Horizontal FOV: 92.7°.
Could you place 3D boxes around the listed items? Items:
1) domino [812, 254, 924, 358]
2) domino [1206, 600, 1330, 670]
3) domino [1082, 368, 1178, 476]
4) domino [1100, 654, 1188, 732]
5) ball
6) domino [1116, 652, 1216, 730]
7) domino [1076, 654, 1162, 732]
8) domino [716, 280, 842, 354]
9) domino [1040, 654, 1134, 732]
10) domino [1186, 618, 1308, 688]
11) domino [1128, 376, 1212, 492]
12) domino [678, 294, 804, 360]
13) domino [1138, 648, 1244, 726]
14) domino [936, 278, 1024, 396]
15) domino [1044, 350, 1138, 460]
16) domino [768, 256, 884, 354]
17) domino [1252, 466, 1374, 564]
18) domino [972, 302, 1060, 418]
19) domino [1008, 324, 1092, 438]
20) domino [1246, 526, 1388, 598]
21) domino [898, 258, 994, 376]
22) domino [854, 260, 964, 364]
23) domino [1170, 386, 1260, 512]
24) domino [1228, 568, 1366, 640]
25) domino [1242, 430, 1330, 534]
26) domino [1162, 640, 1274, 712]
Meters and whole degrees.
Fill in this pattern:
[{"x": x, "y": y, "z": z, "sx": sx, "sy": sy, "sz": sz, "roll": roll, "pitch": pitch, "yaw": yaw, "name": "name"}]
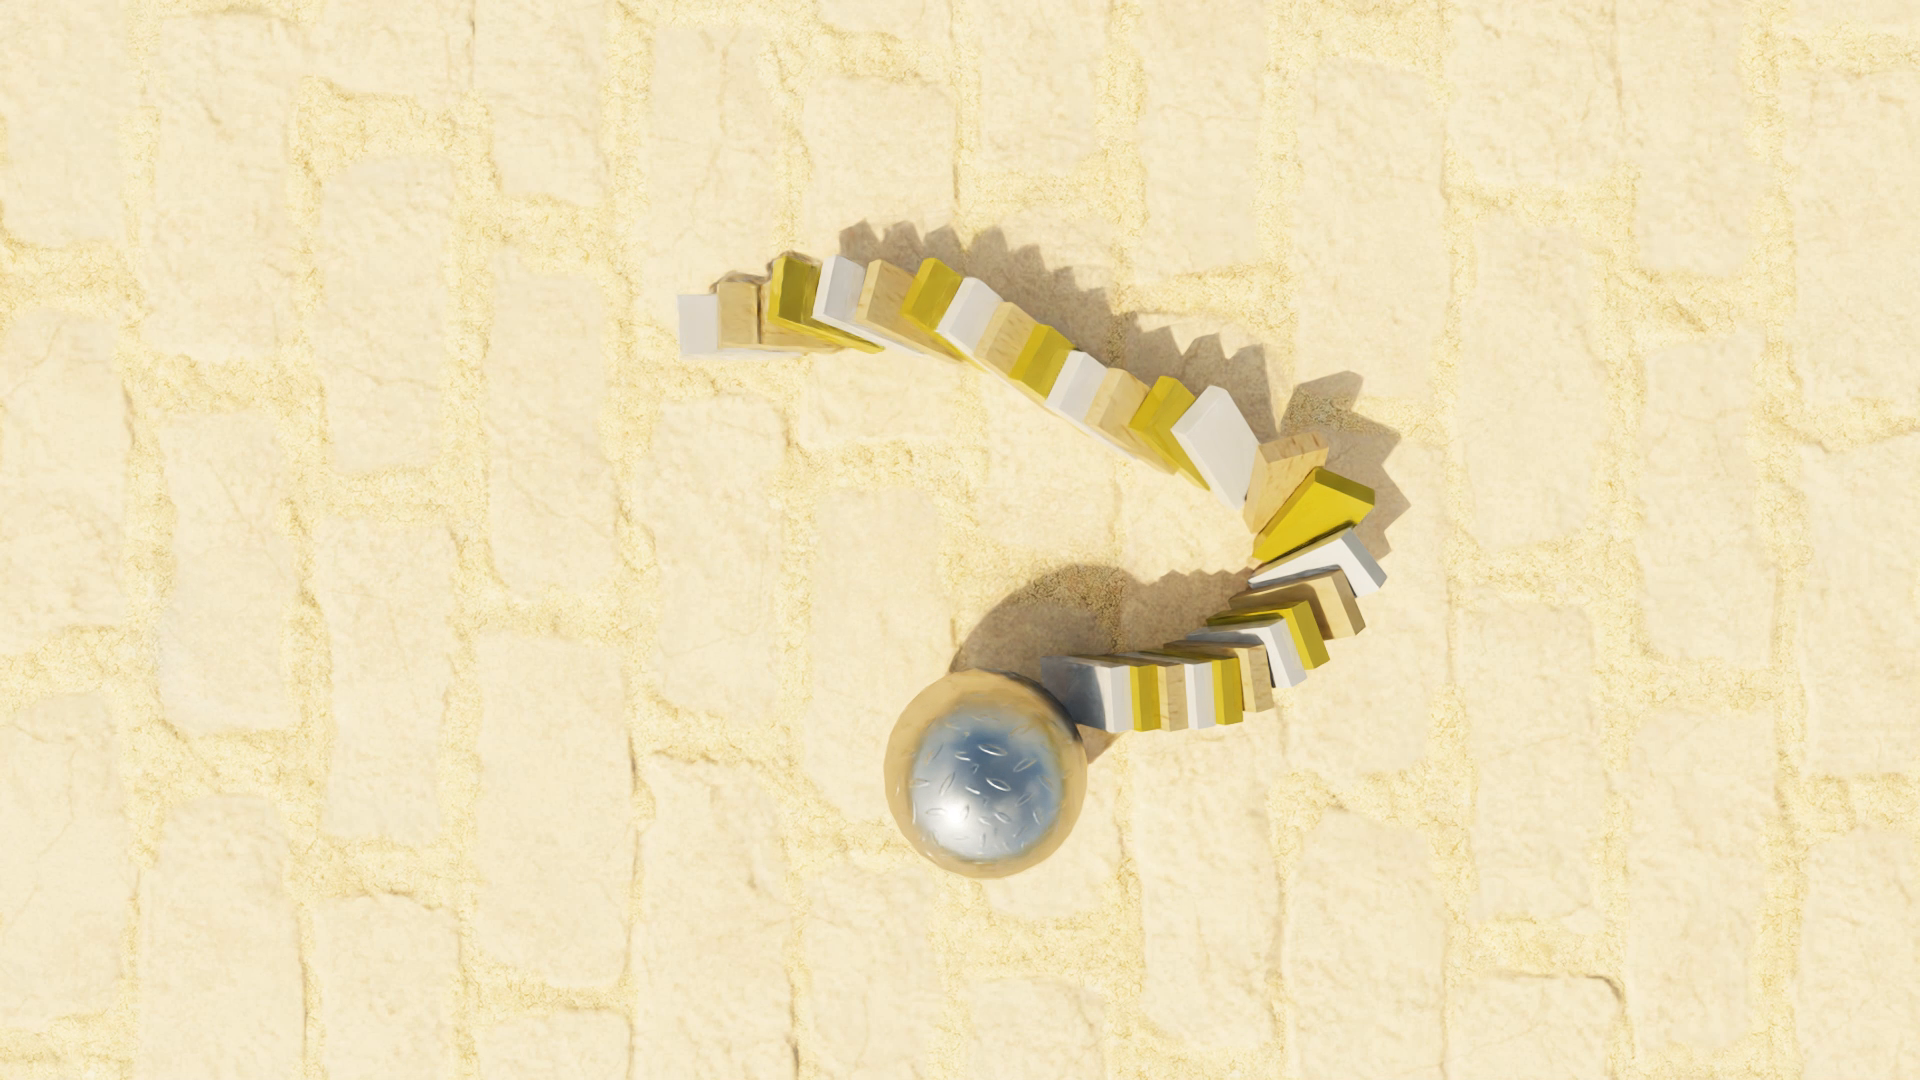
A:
[{"x": -0.035, "y": -0.096, "z": 0.380, "sx": 0.050, "sy": 0.009, "sz": 0.025, "roll": 15, "pitch": 84, "yaw": -37, "name": "domino"}, {"x": 0.125, "y": 0.040, "z": 0.376, "sx": 0.010, "sy": 0.050, "sz": 0.025, "roll": -21, "pitch": 90, "yaw": -27, "name": "domino"}, {"x": 0.076, "y": -0.049, "z": 0.382, "sx": 0.050, "sy": 0.010, "sz": 0.025, "roll": 25, "pitch": 90, "yaw": -34, "name": "domino"}, {"x": 0.072, "y": 0.062, "z": 0.376, "sx": 0.009, "sy": 0.050, "sz": 0.025, "roll": -4, "pitch": 90, "yaw": -27, "name": "domino"}, {"x": 0.010, "y": 0.091, "z": 0.360, "sx": 0.080, "sy": 0.080, "sz": 0.080, "roll": 0, "pitch": 90, "yaw": 0, "name": "ball"}, {"x": 0.083, "y": 0.061, "z": 0.376, "sx": 0.010, "sy": 0.050, "sz": 0.025, "roll": -4, "pitch": 90, "yaw": -27, "name": "domino"}, {"x": 0.062, "y": 0.062, "z": 0.376, "sx": 0.009, "sy": 0.050, "sz": 0.025, "roll": -4, "pitch": 90, "yaw": -27, "name": "domino"}, {"x": -0.075, "y": -0.092, "z": 0.383, "sx": 0.050, "sy": 0.009, "sz": 0.025, "roll": -1, "pitch": 89, "yaw": -22, "name": "domino"}, {"x": 0.051, "y": 0.062, "z": 0.376, "sx": 0.009, "sy": 0.050, "sz": 0.025, "roll": -4, "pitch": 90, "yaw": -27, "name": "domino"}, {"x": 0.116, "y": 0.047, "z": 0.376, "sx": 0.009, "sy": 0.050, "sz": 0.025, "roll": -21, "pitch": 90, "yaw": -27, "name": "domino"}, {"x": 0.094, "y": -0.044, "z": 0.382, "sx": 0.050, "sy": 0.009, "sz": 0.025, "roll": 33, "pitch": 90, "yaw": -35, "name": "domino"}, {"x": -0.093, "y": -0.090, "z": 0.388, "sx": 0.050, "sy": 0.009, "sz": 0.025, "roll": -4, "pitch": 90, "yaw": -16, "name": "domino"}, {"x": 0.094, "y": 0.059, "z": 0.376, "sx": 0.009, "sy": 0.050, "sz": 0.025, "roll": -4, "pitch": 90, "yaw": -27, "name": "domino"}, {"x": 0.016, "y": -0.084, "z": 0.381, "sx": 0.050, "sy": 0.009, "sz": 0.025, "roll": 31, "pitch": 85, "yaw": -35, "name": "domino"}, {"x": 0.060, "y": -0.055, "z": 0.382, "sx": 0.050, "sy": 0.009, "sz": 0.025, "roll": 26, "pitch": 90, "yaw": -34, "name": "domino"}, {"x": -0.053, "y": -0.096, "z": 0.379, "sx": 0.050, "sy": 0.010, "sz": 0.025, "roll": 10, "pitch": 83, "yaw": -37, "name": "domino"}, {"x": 0.145, "y": -0.006, "z": 0.378, "sx": 0.025, "sy": 0.050, "sz": 0.010, "roll": 22, "pitch": 50, "yaw": 0, "name": "domino"}, {"x": 0.031, "y": -0.074, "z": 0.381, "sx": 0.050, "sy": 0.010, "sz": 0.025, "roll": 30, "pitch": 87, "yaw": -35, "name": "domino"}, {"x": 0.045, "y": -0.065, "z": 0.381, "sx": 0.050, "sy": 0.010, "sz": 0.025, "roll": 30, "pitch": 87, "yaw": -35, "name": "domino"}, {"x": 0.146, "y": 0.016, "z": 0.377, "sx": 0.009, "sy": 0.050, "sz": 0.025, "roll": -37, "pitch": 90, "yaw": -37, "name": "domino"}, {"x": 0.001, "y": -0.092, "z": 0.381, "sx": 0.050, "sy": 0.010, "sz": 0.025, "roll": 28, "pitch": 85, "yaw": -35, "name": "domino"}, {"x": -0.018, "y": -0.094, "z": 0.381, "sx": 0.050, "sy": 0.009, "sz": 0.025, "roll": 17, "pitch": 86, "yaw": -36, "name": "domino"}, {"x": 0.110, "y": -0.038, "z": 0.381, "sx": 0.025, "sy": 0.010, "sz": 0.050, "roll": -48, "pitch": 124, "yaw": -4, "name": "domino"}, {"x": 0.138, "y": 0.030, "z": 0.377, "sx": 0.010, "sy": 0.050, "sz": 0.025, "roll": -23, "pitch": 91, "yaw": -38, "name": "domino"}, {"x": 0.133, "y": -0.023, "z": 0.377, "sx": 0.025, "sy": 0.050, "sz": 0.009, "roll": -15, "pitch": 56, "yaw": 0, "name": "domino"}, {"x": 0.105, "y": 0.055, "z": 0.376, "sx": 0.010, "sy": 0.050, "sz": 0.025, "roll": -8, "pitch": 90, "yaw": -27, "name": "domino"}]
